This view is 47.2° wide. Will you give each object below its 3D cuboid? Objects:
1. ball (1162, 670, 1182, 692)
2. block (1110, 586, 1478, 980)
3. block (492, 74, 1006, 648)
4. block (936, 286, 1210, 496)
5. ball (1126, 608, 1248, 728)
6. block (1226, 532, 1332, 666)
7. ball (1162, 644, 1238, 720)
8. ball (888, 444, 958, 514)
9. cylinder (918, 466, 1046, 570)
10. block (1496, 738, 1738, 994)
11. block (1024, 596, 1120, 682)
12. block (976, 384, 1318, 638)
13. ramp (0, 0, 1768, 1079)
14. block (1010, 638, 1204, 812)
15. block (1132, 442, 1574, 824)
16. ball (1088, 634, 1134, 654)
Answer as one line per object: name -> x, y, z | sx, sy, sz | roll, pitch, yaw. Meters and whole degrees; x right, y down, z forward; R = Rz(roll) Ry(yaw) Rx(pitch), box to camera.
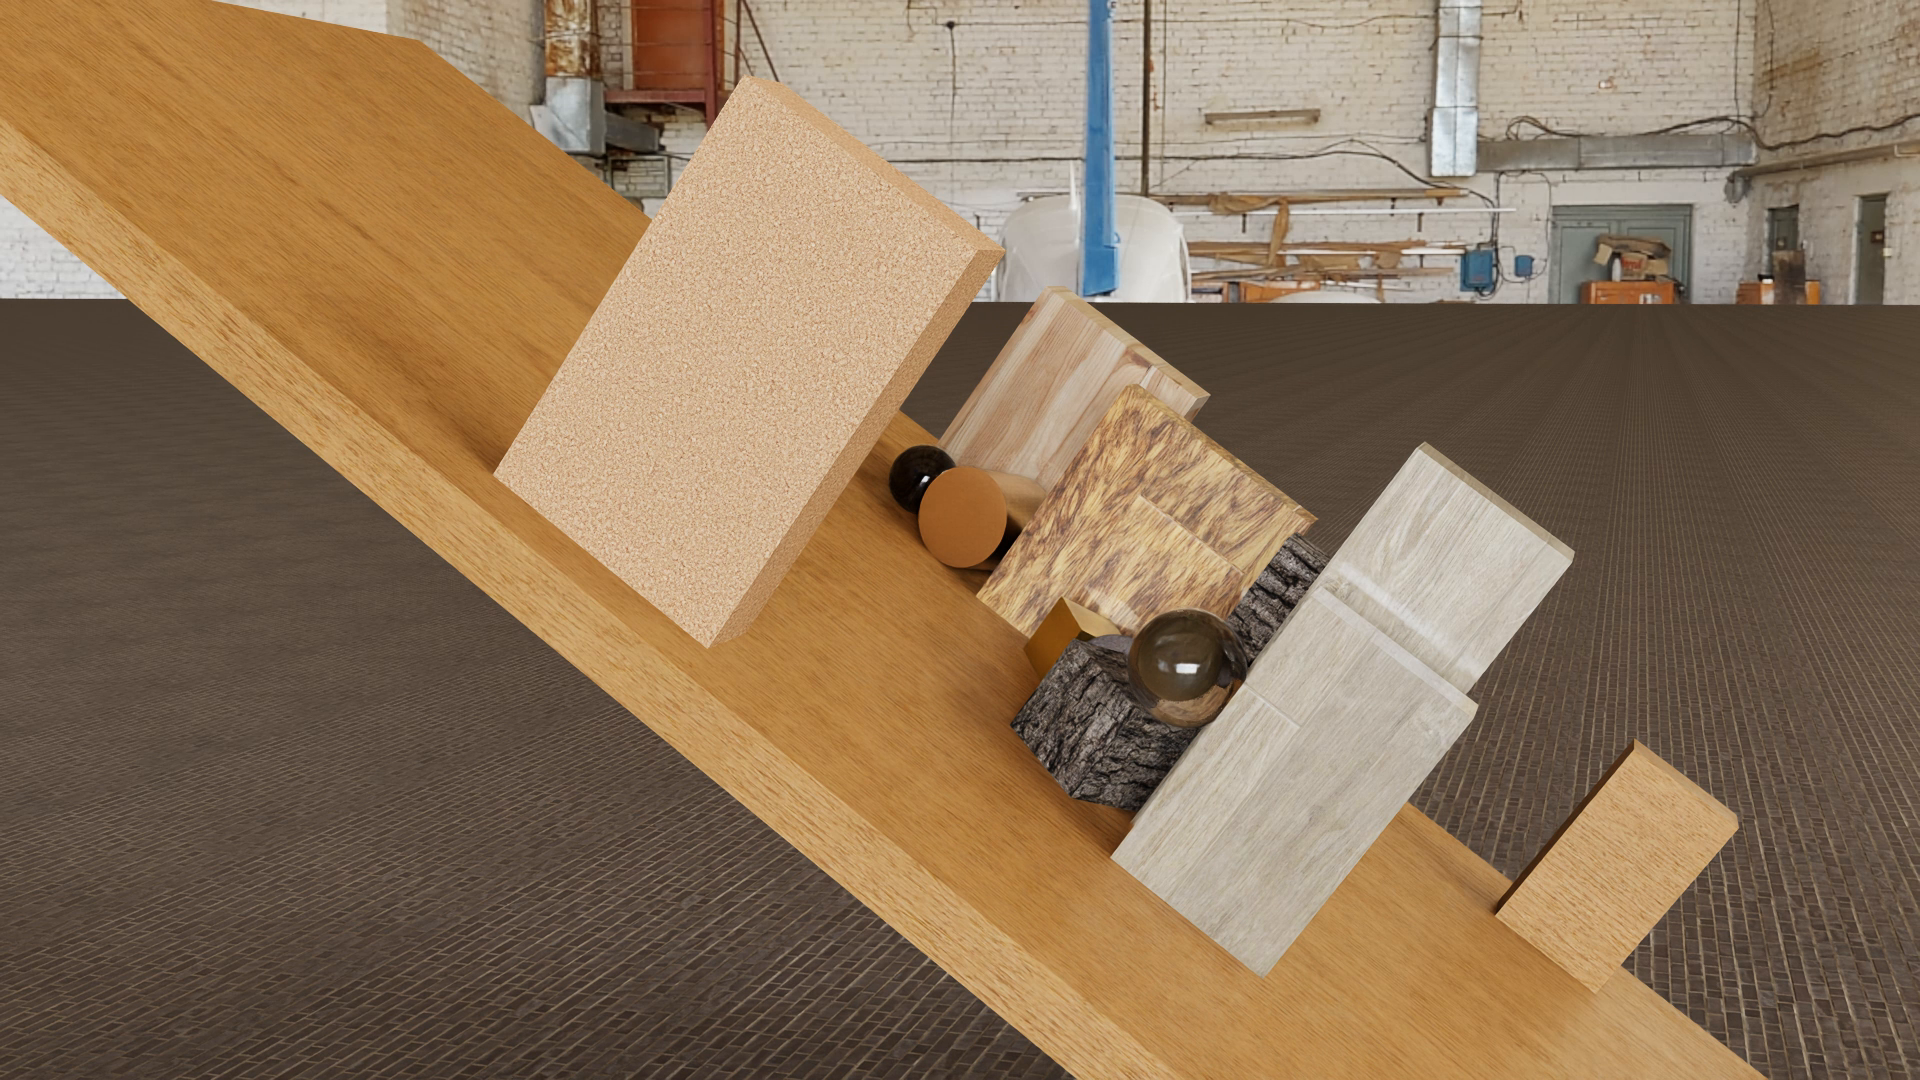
ball -> 0.368, 0.311, 4.086 | 0.138, 0.138, 0.138 | 0, 7, 0
block -> 0.522, 0.381, 3.456 | 0.304, 0.535, 0.109 | 38, 16, 10
block -> -0.319, -0.259, 3.255 | 0.428, 0.716, 0.145 | 38, 16, 10
block -> 0.195, -0.195, 4.498 | 0.378, 0.523, 0.147 | 38, 16, 10
ball -> 0.369, 0.207, 3.574 | 0.195, 0.195, 0.195 | 0, 7, 0
block -> 0.568, 0.286, 3.893 | 0.322, 0.502, 0.107 | 38, 16, 10
ball -> 0.415, 0.246, 3.809 | 0.133, 0.133, 0.133 | 0, 7, 0
ball -> -0.072, -0.121, 4.436 | 0.144, 0.144, 0.144 | 0, 7, 0
cylinder -> 0.053, -0.039, 4.355 | 0.198, 0.198, 0.198 | 4, -1, 30
block -> 1.334, 0.663, 4.478 | 0.250, 0.448, 0.113 | 38, 16, 10
block -> 0.221, 0.210, 4.097 | 0.128, 0.128, 0.128 | 27, 17, -27
block -> 0.351, 0.035, 4.180 | 0.429, 0.504, 0.094 | 38, 16, 10
ramp -> -0.081, 0.149, 4.077 | 4.000, 0.100, 2.000 | 38, 16, 10
block -> 0.248, 0.315, 3.726 | 0.190, 0.190, 0.190 | 18, 23, -46
block -> 0.642, 0.246, 3.630 | 0.299, 0.788, 0.137 | 38, 16, 10
ball -> 0.277, 0.261, 3.958 | 0.184, 0.184, 0.184 | 0, 7, 0
